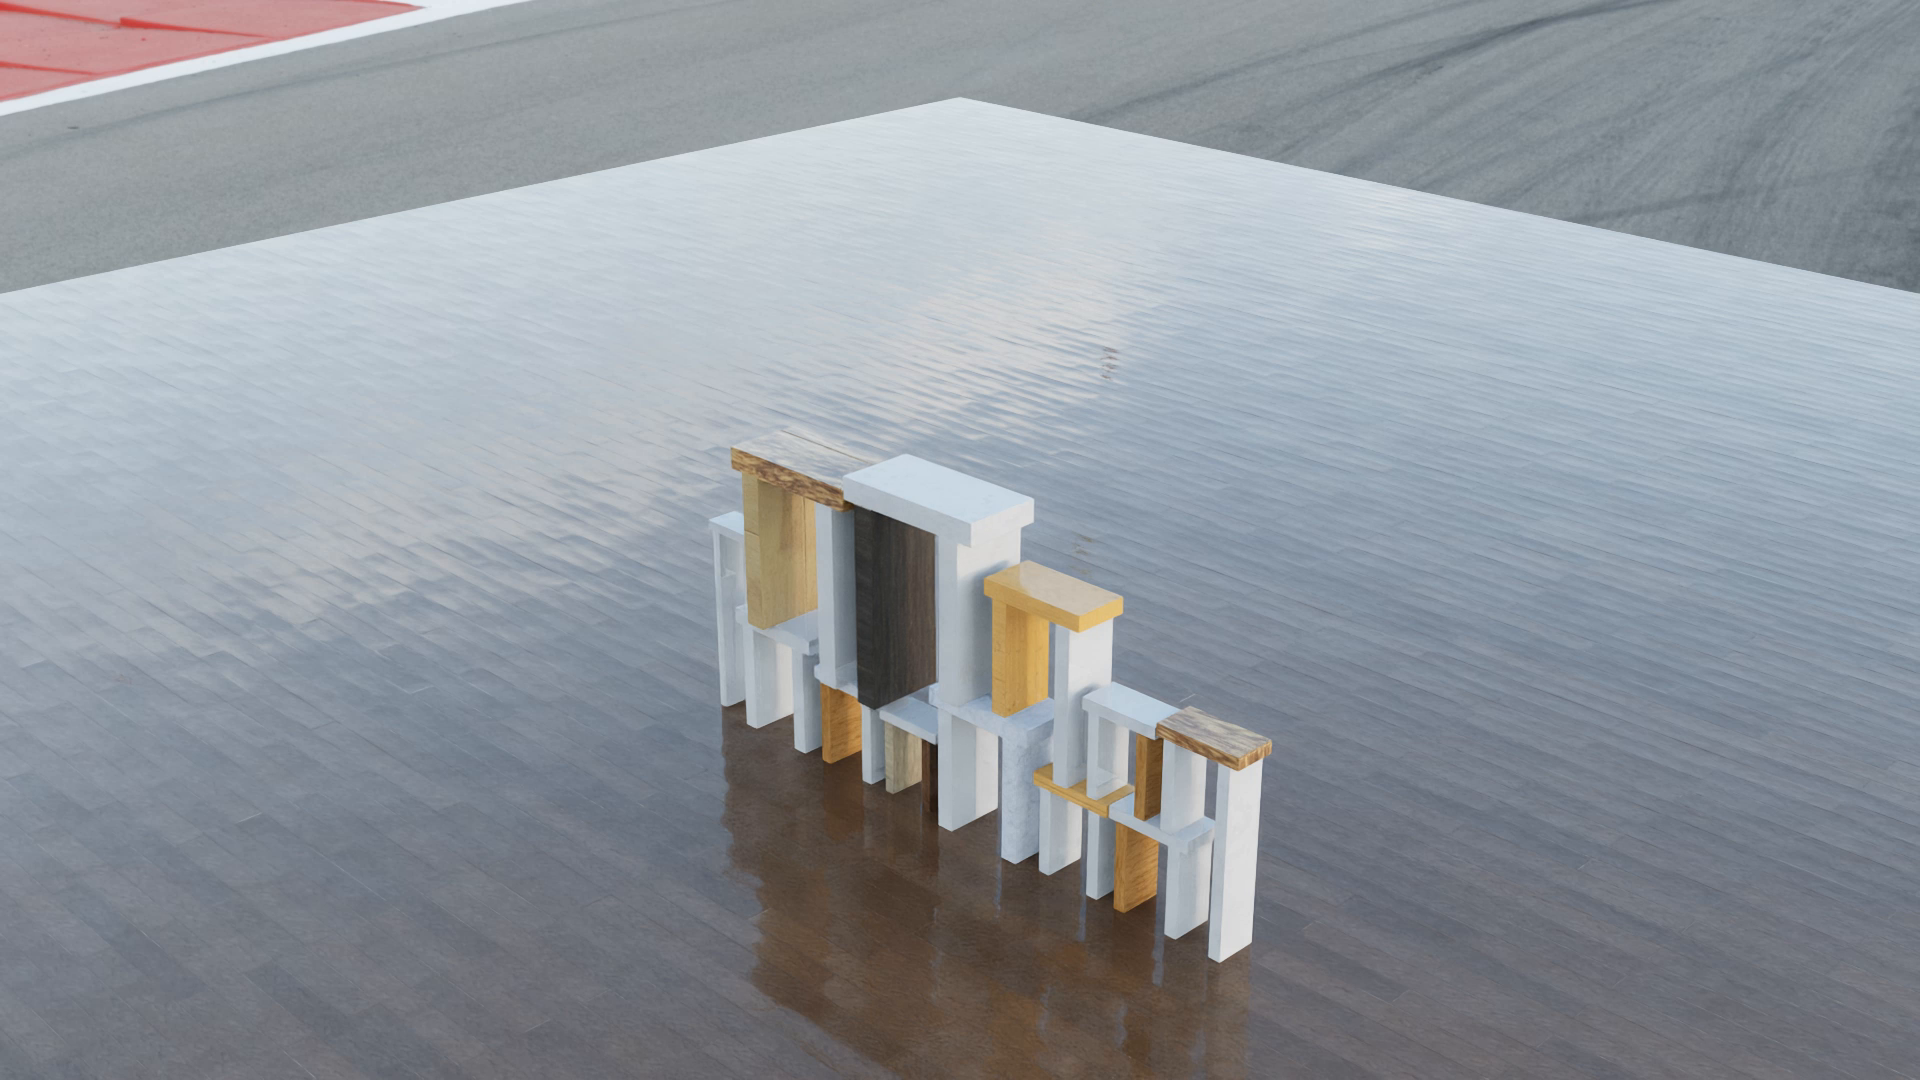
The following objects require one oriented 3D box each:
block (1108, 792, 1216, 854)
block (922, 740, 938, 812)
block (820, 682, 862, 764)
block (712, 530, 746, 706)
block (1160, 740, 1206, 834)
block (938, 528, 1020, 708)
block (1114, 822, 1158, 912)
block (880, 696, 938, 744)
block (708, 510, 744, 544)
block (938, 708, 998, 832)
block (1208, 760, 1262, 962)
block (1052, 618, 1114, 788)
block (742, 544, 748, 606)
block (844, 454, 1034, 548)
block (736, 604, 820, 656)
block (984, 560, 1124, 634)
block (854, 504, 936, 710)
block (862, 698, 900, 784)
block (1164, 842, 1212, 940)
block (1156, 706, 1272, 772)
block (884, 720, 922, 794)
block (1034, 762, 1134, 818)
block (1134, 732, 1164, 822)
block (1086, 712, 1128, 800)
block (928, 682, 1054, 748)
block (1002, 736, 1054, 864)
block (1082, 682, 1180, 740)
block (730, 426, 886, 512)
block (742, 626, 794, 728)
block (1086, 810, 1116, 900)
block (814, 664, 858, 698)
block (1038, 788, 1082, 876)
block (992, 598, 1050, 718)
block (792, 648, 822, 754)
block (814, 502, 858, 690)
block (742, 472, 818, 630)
[{"bbox_3d":[0.375,0.515,4.035,0.187,0.027,0.094,21,31,41],"label":"block"},{"bbox_3d":[-0.040,0.464,4.459,0.023,0.162,0.081,21,31,41],"label":"block"},{"bbox_3d":[-0.248,0.370,4.649,0.094,0.188,0.027,-21,31,-41],"label":"block"},{"bbox_3d":[-0.499,0.165,4.835,0.021,0.419,0.073,21,31,41],"label":"block"},{"bbox_3d":[0.404,0.430,3.963,0.026,0.185,0.093,21,31,41],"label":"block"},{"bbox_3d":[0.038,0.133,4.234,0.172,0.345,0.049,-21,31,-41],"label":"block"},{"bbox_3d":[0.331,0.596,4.117,0.027,0.187,0.094,21,31,41],"label":"block"},{"bbox_3d":[-0.078,0.364,4.458,0.162,0.023,0.081,21,31,41],"label":"block"},{"bbox_3d":[-0.465,-0.024,4.717,0.073,0.021,0.147,-21,31,-41],"label":"block"},{"bbox_3d":[0.017,0.437,4.393,0.132,0.264,0.037,-21,31,-41],"label":"block"},{"bbox_3d":[0.491,0.562,3.925,0.026,0.399,0.093,21,31,41],"label":"block"},{"bbox_3d":[0.229,0.293,4.107,0.034,0.331,0.120,21,31,41],"label":"block"},{"bbox_3d":[-0.430,0.067,4.718,0.021,0.147,0.073,21,31,41],"label":"block"},{"bbox_3d":[-0.044,-0.079,4.230,0.345,0.049,0.172,21,31,40],"label":"block"},{"bbox_3d":[-0.356,0.177,4.689,0.238,0.034,0.119,21,31,41],"label":"block"},{"bbox_3d":[0.173,0.103,4.088,0.240,0.034,0.120,21,31,41],"label":"block"},{"bbox_3d":[-0.128,0.112,4.395,0.049,0.431,0.172,21,31,40],"label":"block"},{"bbox_3d":[-0.160,0.404,4.567,0.094,0.188,0.027,-21,31,-41],"label":"block"},{"bbox_3d":[0.419,0.630,4.036,0.027,0.187,0.094,21,31,41],"label":"block"},{"bbox_3d":[0.448,0.349,3.882,0.185,0.026,0.093,21,31,41],"label":"block"},{"bbox_3d":[-0.117,0.434,4.530,0.023,0.162,0.081,21,31,41],"label":"block"},{"bbox_3d":[0.238,0.465,4.158,0.184,0.026,0.092,21,31,41],"label":"block"},{"bbox_3d":[0.357,0.418,4.007,0.025,0.174,0.087,21,31,41],"label":"block"},{"bbox_3d":[0.275,0.387,4.083,0.025,0.177,0.087,21,31,41],"label":"block"},{"bbox_3d":[0.079,0.323,4.277,0.132,0.037,0.264,-21,31,-41],"label":"block"},{"bbox_3d":[0.141,0.486,4.278,0.132,0.264,0.037,-21,31,-41],"label":"block"},{"bbox_3d":[0.316,0.310,4.006,0.174,0.025,0.087,21,31,40],"label":"block"},{"bbox_3d":[-0.290,-0.147,4.472,0.171,0.048,0.342,-21,31,-40],"label":"block"},{"bbox_3d":[-0.412,0.281,4.794,0.034,0.238,0.119,21,31,41],"label":"block"},{"bbox_3d":[0.281,0.579,4.159,0.026,0.184,0.092,21,31,41],"label":"block"},{"bbox_3d":[-0.205,0.288,4.565,0.094,0.027,0.188,-21,31,-40],"label":"block"},{"bbox_3d":[0.194,0.545,4.239,0.026,0.184,0.092,21,31,41],"label":"block"},{"bbox_3d":[0.116,0.207,4.194,0.120,0.240,0.034,-21,31,-41],"label":"block"},{"bbox_3d":[-0.300,0.324,4.691,0.034,0.239,0.119,21,31,41],"label":"block"},{"bbox_3d":[-0.210,0.091,4.484,0.171,0.400,0.048,-21,31,-40],"label":"block"},{"bbox_3d":[-0.370,0.002,4.622,0.048,0.342,0.171,21,31,41],"label":"block"}]
